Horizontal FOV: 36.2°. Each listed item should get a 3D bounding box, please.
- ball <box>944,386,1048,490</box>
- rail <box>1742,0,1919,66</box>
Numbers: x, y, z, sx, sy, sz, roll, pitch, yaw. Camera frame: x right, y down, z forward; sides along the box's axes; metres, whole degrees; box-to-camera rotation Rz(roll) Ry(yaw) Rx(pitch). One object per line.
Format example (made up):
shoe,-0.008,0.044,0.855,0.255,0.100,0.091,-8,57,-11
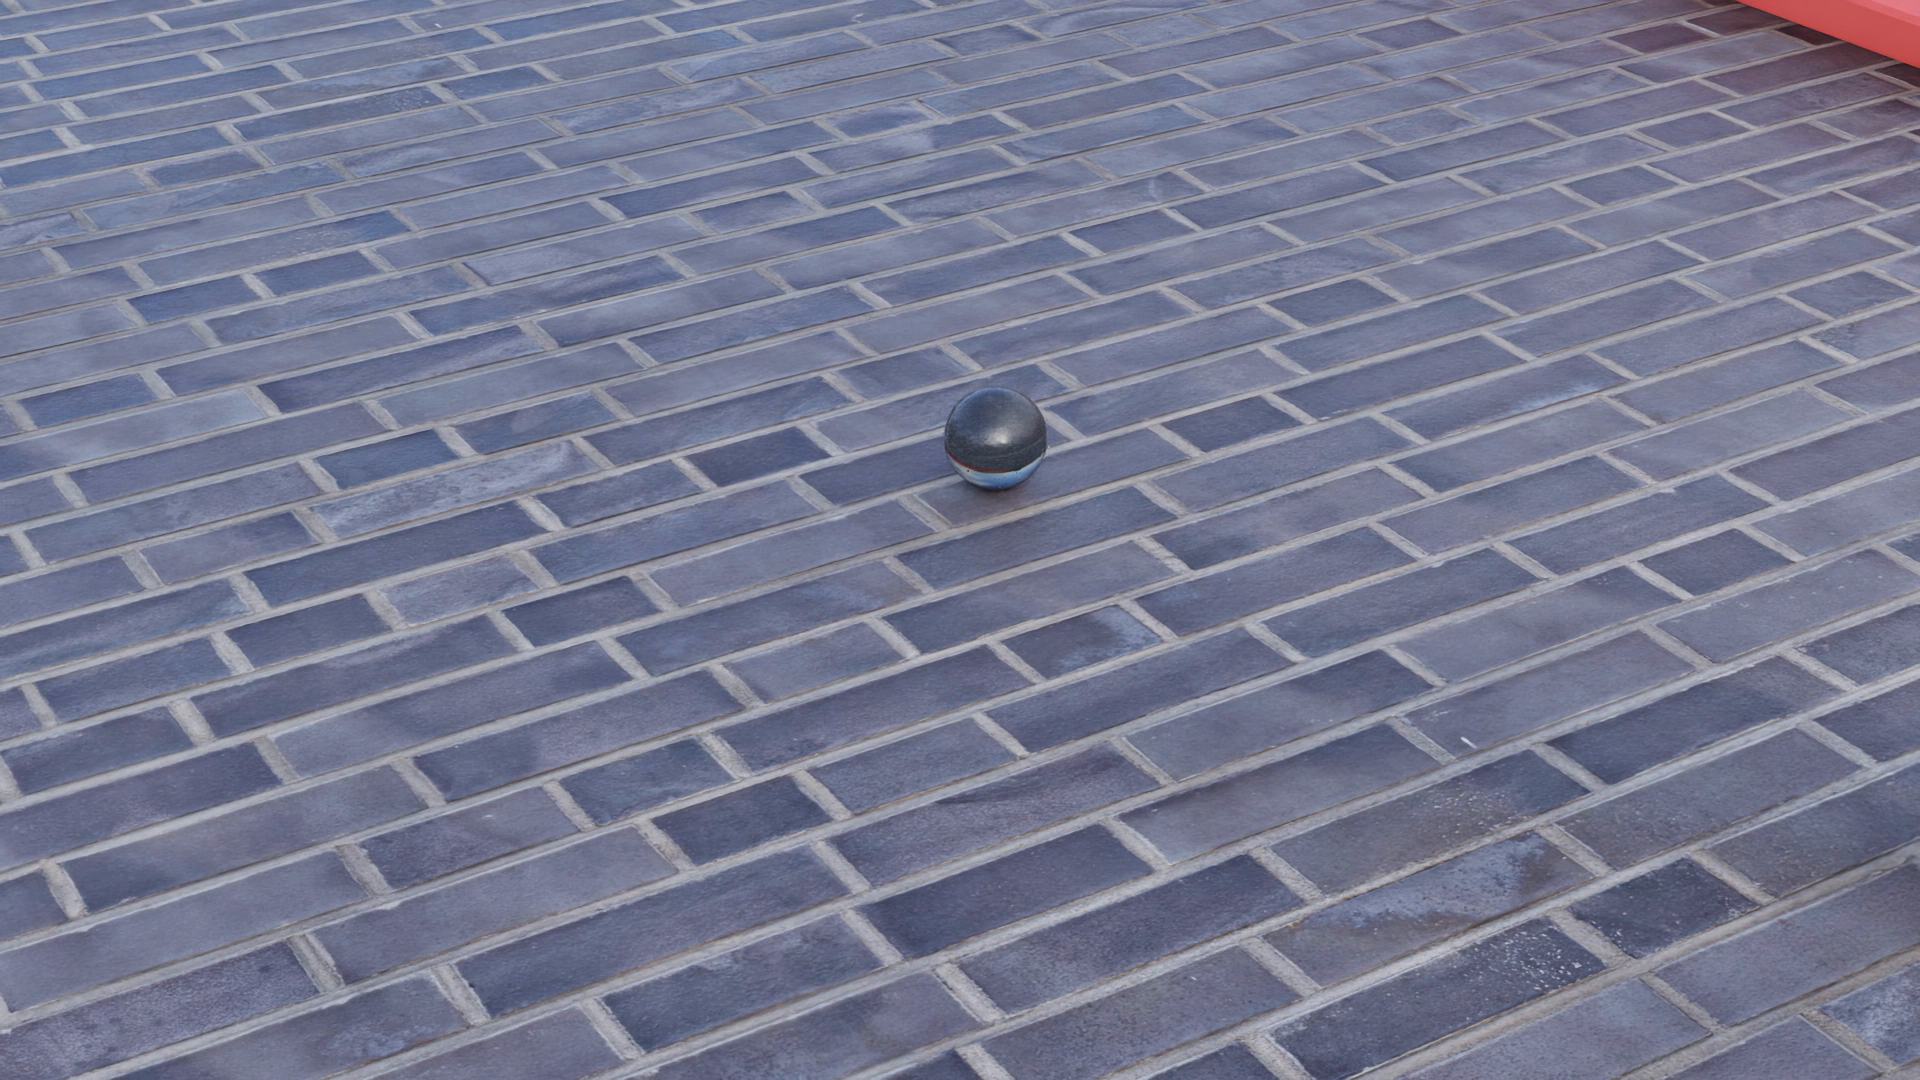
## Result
ball,0.024,-0.069,1.999,0.071,0.071,0.071,0,28,0
rail,0.503,-0.786,3.272,0.045,0.119,4.433,-16,32,-28
